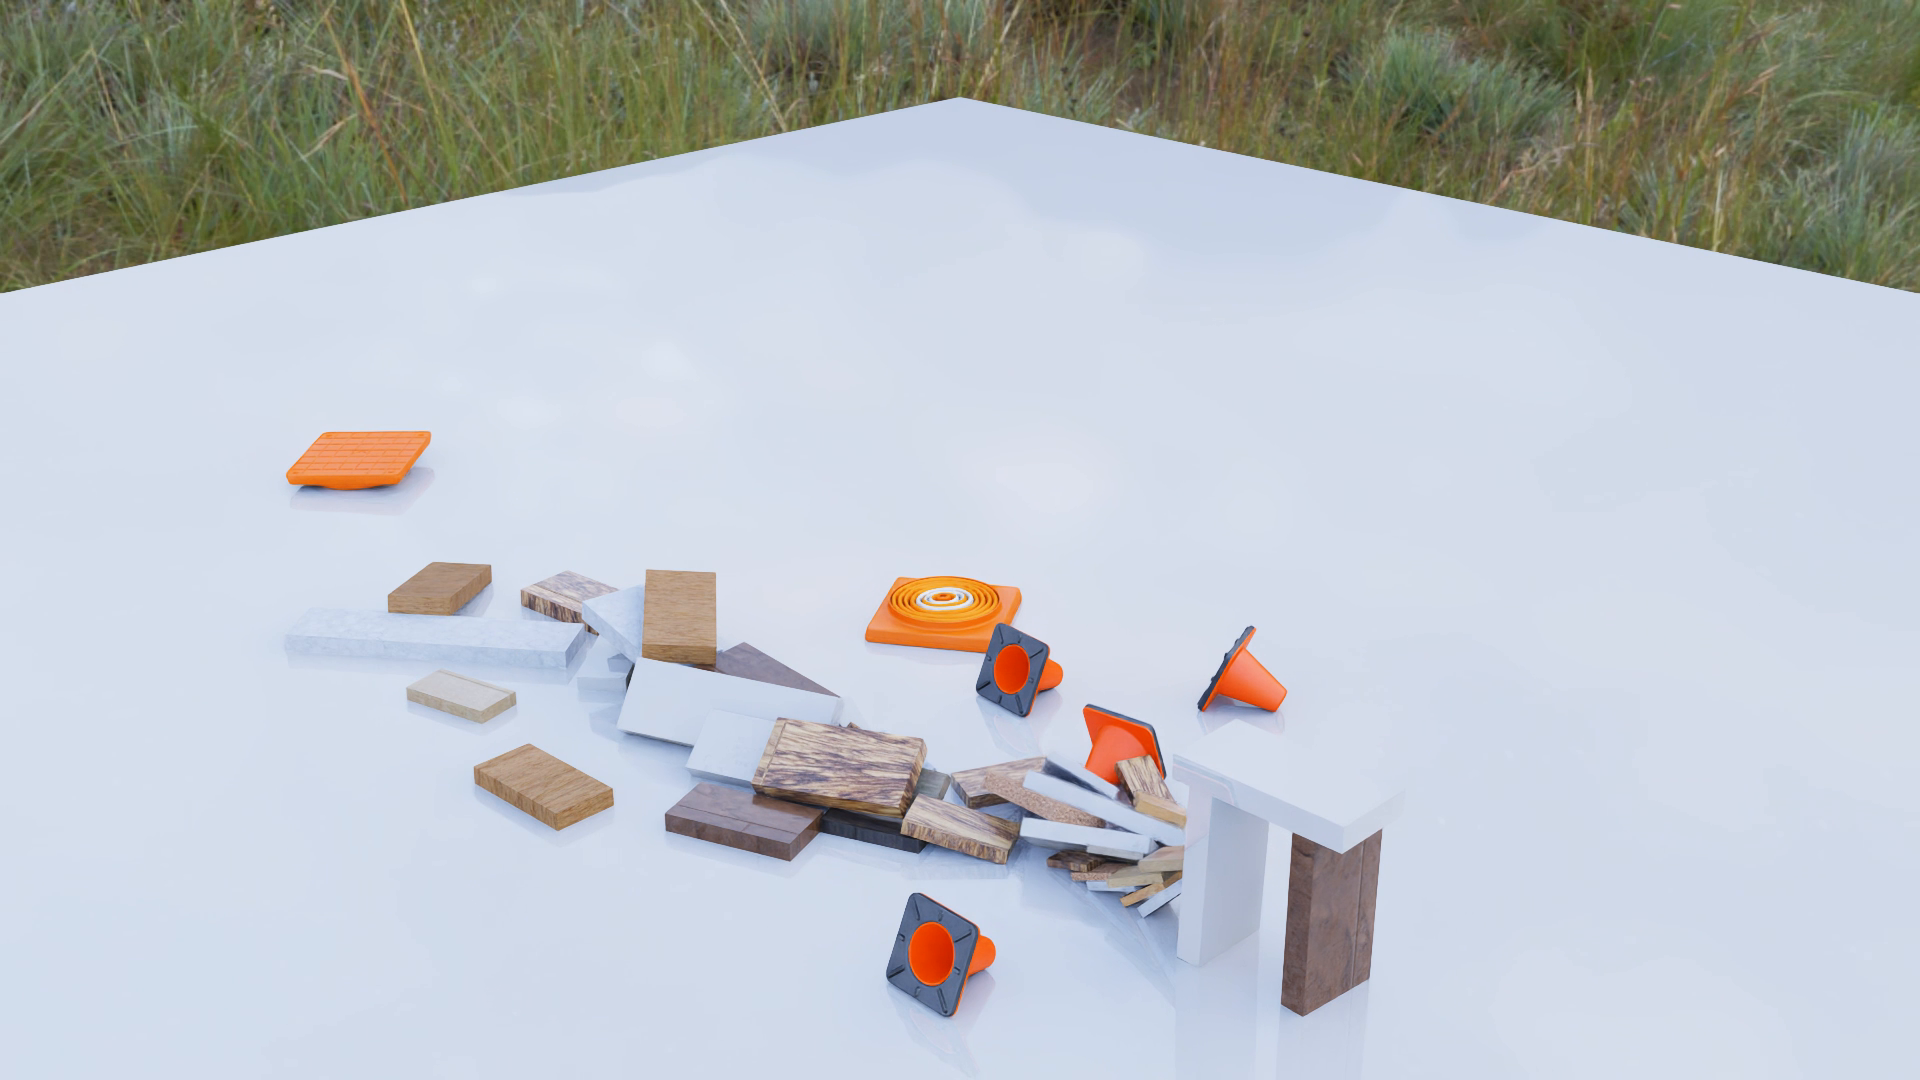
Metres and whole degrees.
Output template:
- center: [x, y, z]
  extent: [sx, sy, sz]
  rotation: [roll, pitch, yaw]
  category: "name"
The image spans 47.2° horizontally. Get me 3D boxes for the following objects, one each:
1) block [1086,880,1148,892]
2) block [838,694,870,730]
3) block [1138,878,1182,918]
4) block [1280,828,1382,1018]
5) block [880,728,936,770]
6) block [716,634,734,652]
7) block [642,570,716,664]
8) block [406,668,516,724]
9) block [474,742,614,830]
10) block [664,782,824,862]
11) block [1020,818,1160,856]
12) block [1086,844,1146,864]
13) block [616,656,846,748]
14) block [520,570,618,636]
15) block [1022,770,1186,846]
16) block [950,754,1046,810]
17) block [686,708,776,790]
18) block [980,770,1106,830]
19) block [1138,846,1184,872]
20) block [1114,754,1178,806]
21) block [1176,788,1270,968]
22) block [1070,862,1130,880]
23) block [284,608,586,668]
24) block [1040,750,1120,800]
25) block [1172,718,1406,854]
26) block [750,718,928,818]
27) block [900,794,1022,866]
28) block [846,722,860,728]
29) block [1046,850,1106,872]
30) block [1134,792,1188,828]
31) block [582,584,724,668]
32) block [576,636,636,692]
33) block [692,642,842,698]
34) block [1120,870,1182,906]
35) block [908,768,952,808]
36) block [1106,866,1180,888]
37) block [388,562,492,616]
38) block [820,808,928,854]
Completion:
- center: [0.305, 0.644, 4.161]
  extent: [0.063, 0.018, 0.125]
  rotation: [-22, 9, -41]
  category: "block"
- center: [-0.232, 0.393, 4.691]
  extent: [0.062, 0.018, 0.124]
  rotation: [-16, 64, -39]
  category: "block"
- center: [0.399, 0.649, 4.072]
  extent: [0.075, 0.150, 0.021]
  rotation: [-22, 74, -41]
  category: "block"
- center: [0.646, 0.631, 3.813]
  extent: [0.180, 0.359, 0.051]
  rotation: [-19, 29, -37]
  category: "block"
- center: [-0.136, 0.467, 4.568]
  extent: [0.092, 0.026, 0.184]
  rotation: [-36, 41, -20]
  category: "block"
- center: [-0.544, 0.299, 4.933]
  extent: [0.325, 0.046, 0.162]
  rotation: [29, 35, 34]
  category: "block"
- center: [-0.631, 0.171, 4.953]
  extent: [0.162, 0.046, 0.323]
  rotation: [3, 29, -8]
  category: "block"
- center: [-1.112, 0.347, 4.902]
  extent: [0.223, 0.032, 0.112]
  rotation: [13, 26, 29]
  category: "block"
- center: [-0.857, 0.505, 4.519]
  extent: [0.283, 0.040, 0.141]
  rotation: [20, 30, 39]
  category: "block"
- center: [-0.430, 0.560, 4.389]
  extent: [0.283, 0.040, 0.141]
  rotation: [10, 25, 22]
  category: "block"
- center: [0.252, 0.582, 4.253]
  extent: [0.250, 0.035, 0.125]
  rotation: [7, -15, 15]
  category: "block"
- center: [0.298, 0.598, 4.179]
  extent: [0.107, 0.015, 0.054]
  rotation: [7, -15, 13]
  category: "block"
- center: [-0.491, 0.374, 4.684]
  extent: [0.483, 0.162, 0.046]
  rotation: [10, -15, 22]
  category: "block"
- center: [-0.906, 0.155, 5.340]
  extent: [0.306, 0.043, 0.153]
  rotation: [18, 29, 35]
  category: "block"
- center: [0.304, 0.535, 4.333]
  extent: [0.353, 0.035, 0.125]
  rotation: [19, -2, 26]
  category: "block"
- center: [0.100, 0.500, 4.543]
  extent: [0.215, 0.030, 0.108]
  rotation: [-9, 25, -20]
  category: "block"
- center: [-0.397, 0.448, 4.558]
  extent: [0.318, 0.040, 0.141]
  rotation: [9, 60, 21]
  category: "block"
- center: [0.165, 0.522, 4.363]
  extent: [0.125, 0.035, 0.250]
  rotation: [22, -2, -36]
  category: "block"
- center: [0.406, 0.583, 4.038]
  extent: [0.075, 0.021, 0.150]
  rotation: [-22, 5, -42]
  category: "block"
- center: [0.380, 0.509, 4.447]
  extent: [0.078, 0.022, 0.157]
  rotation: [-10, 51, -22]
  category: "block"
- center: [0.477, 0.573, 3.950]
  extent: [0.051, 0.359, 0.180]
  rotation: [23, 32, 39]
  category: "block"
- center: [0.269, 0.633, 4.197]
  extent: [0.107, 0.015, 0.054]
  rotation: [-9, 9, 46]
  category: "block"
- center: [-1.231, 0.229, 5.166]
  extent: [0.677, 0.043, 0.153]
  rotation: [3, 23, 7]
  category: "block"
- center: [0.241, 0.485, 4.445]
  extent: [0.157, 0.078, 0.022]
  rotation: [30, 64, 7]
  category: "block"
- center: [0.563, 0.419, 3.787]
  extent: [0.359, 0.051, 0.180]
  rotation: [21, 31, 40]
  category: "block"
- center: [-0.243, 0.459, 4.445]
  extent: [0.323, 0.046, 0.162]
  rotation: [6, 55, 20]
  category: "block"
- center: [0.003, 0.569, 4.331]
  extent: [0.215, 0.030, 0.108]
  rotation: [16, 27, 10]
  category: "block"
- center: [-0.234, 0.460, 4.565]
  extent: [0.026, 0.092, 0.185]
  rotation: [35, 13, -21]
  category: "block"
- center: [0.224, 0.619, 4.244]
  extent: [0.054, 0.015, 0.107]
  rotation: [-21, 14, -42]
  category: "block"
- center: [0.423, 0.543, 4.362]
  extent: [0.157, 0.022, 0.078]
  rotation: [20, 6, -1]
  category: "block"
- center: [-0.696, 0.211, 4.960]
  extent: [0.162, 0.046, 0.325]
  rotation: [-17, 37, -37]
  category: "block"
- center: [-0.799, 0.281, 5.058]
  extent: [0.112, 0.032, 0.223]
  rotation: [2, 23, 4]
  category: "block"
- center: [-0.413, 0.336, 4.803]
  extent: [0.325, 0.046, 0.162]
  rotation: [27, 34, 31]
  category: "block"
- center: [0.361, 0.650, 4.109]
  extent: [0.063, 0.018, 0.125]
  rotation: [-22, -9, -41]
  category: "block"
- center: [-0.118, 0.502, 4.472]
  extent: [0.184, 0.026, 0.092]
  rotation: [11, 63, 28]
  category: "block"
- center: [0.340, 0.622, 4.086]
  extent: [0.125, 0.018, 0.063]
  rotation: [-13, 6, 38]
  category: "block"
- center: [-1.268, 0.117, 5.373]
  extent: [0.153, 0.043, 0.306]
  rotation: [3, 15, 6]
  category: "block"
- center: [-0.159, 0.566, 4.388]
  extent: [0.215, 0.030, 0.108]
  rotation: [9, 25, 21]
  category: "block"
